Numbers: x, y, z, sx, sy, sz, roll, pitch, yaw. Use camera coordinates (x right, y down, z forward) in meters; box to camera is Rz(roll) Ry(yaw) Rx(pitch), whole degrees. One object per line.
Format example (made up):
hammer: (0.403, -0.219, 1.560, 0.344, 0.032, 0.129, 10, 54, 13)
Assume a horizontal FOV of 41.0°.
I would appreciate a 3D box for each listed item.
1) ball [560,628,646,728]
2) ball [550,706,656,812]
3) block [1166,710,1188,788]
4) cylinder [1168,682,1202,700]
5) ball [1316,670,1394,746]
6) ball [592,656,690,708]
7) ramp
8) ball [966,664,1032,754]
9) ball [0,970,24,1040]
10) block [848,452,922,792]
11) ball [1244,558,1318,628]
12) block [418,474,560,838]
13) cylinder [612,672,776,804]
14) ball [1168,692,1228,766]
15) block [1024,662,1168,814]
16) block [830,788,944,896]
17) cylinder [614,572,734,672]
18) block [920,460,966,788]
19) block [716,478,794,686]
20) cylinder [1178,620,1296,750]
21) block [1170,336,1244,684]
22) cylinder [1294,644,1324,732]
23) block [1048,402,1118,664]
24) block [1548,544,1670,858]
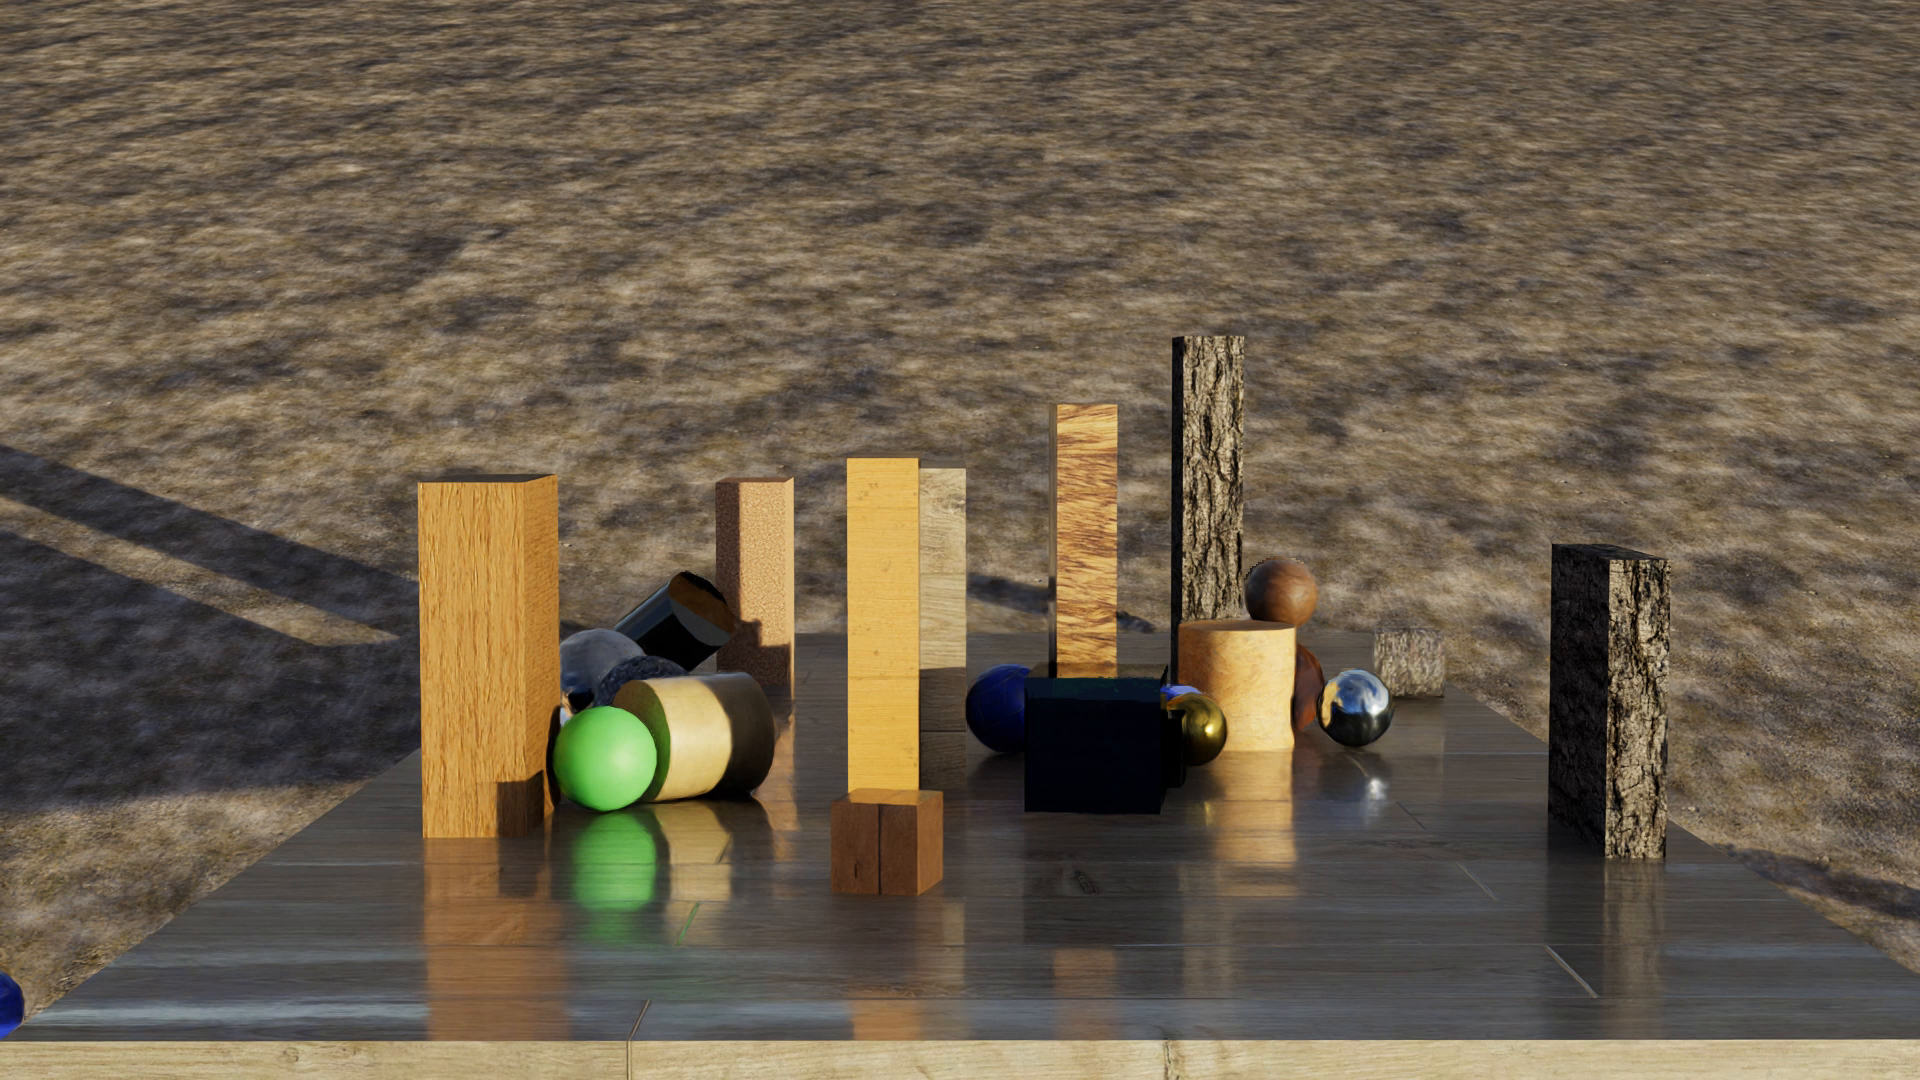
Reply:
ball: (-0.648, 0.260, 4.600, 0.203, 0.203, 0.203, 0, 20, 0)
ball: (-0.537, 0.330, 3.868, 0.159, 0.159, 0.159, 0, 20, 0)
block: (0.307, 0.336, 4.144, 0.110, 0.110, 0.110, 1, 4, 9)
cylinder: (0.347, 0.308, 4.429, 0.129, 0.129, 0.129, -10, 7, -25)
ball: (0.698, 0.297, 4.534, 0.137, 0.137, 0.137, 0, 20, 0)
ball: (-0.524, 0.287, 4.317, 0.185, 0.185, 0.185, 0, 20, 0)
ramp: (0.046, 0.416, 4.535, 2.000, 0.100, 4.000, 0, 4, 0)
ball: (0.086, 0.292, 4.456, 0.157, 0.157, 0.157, 0, 20, 0)
ball: (-1.253, 0.600, 3.275, 0.113, 0.113, 0.113, 0, 20, 0)
block: (-0.114, 0.136, 3.944, 0.104, 0.534, 0.335, 0, 4, 0)
ball: (0.818, 0.142, 6.543, 0.188, 0.188, 0.188, 0, 20, 0)
block: (-0.690, 0.161, 3.792, 0.148, 0.505, 0.313, 0, 4, 0)
cylinder: (-0.419, 0.306, 3.999, 0.189, 0.189, 0.189, -3, 17, -38)
ball: (0.388, 0.318, 4.309, 0.124, 0.124, 0.124, 0, 20, 0)
block: (0.211, 0.302, 3.947, 0.204, 0.204, 0.204, 0, 4, 8)
block: (-0.093, 0.387, 3.308, 0.115, 0.115, 0.115, 1, 4, 16)
cylinder: (-0.598, 0.189, 5.364, 0.178, 0.178, 0.178, -37, 1, 30)
block: (-0.035, 0.129, 4.254, 0.087, 0.509, 0.387, 0, 4, 0)
block: (-0.441, 0.085, 5.548, 0.146, 0.430, 0.278, 0, 4, 0)
cylinder: (0.494, 0.257, 4.587, 0.209, 0.209, 0.209, 0, 4, 0)
block: (0.517, -0.058, 5.394, 0.123, 0.735, 0.277, 0, 4, 0)
cylinder: (0.595, 0.273, 4.758, 0.157, 0.157, 0.157, 3, 4, 9)
block: (0.220, 0.055, 4.646, 0.103, 0.605, 0.394, 0, 4, 0)
block: (0.919, 0.219, 3.650, 0.083, 0.406, 0.338, 0, 4, 0)
